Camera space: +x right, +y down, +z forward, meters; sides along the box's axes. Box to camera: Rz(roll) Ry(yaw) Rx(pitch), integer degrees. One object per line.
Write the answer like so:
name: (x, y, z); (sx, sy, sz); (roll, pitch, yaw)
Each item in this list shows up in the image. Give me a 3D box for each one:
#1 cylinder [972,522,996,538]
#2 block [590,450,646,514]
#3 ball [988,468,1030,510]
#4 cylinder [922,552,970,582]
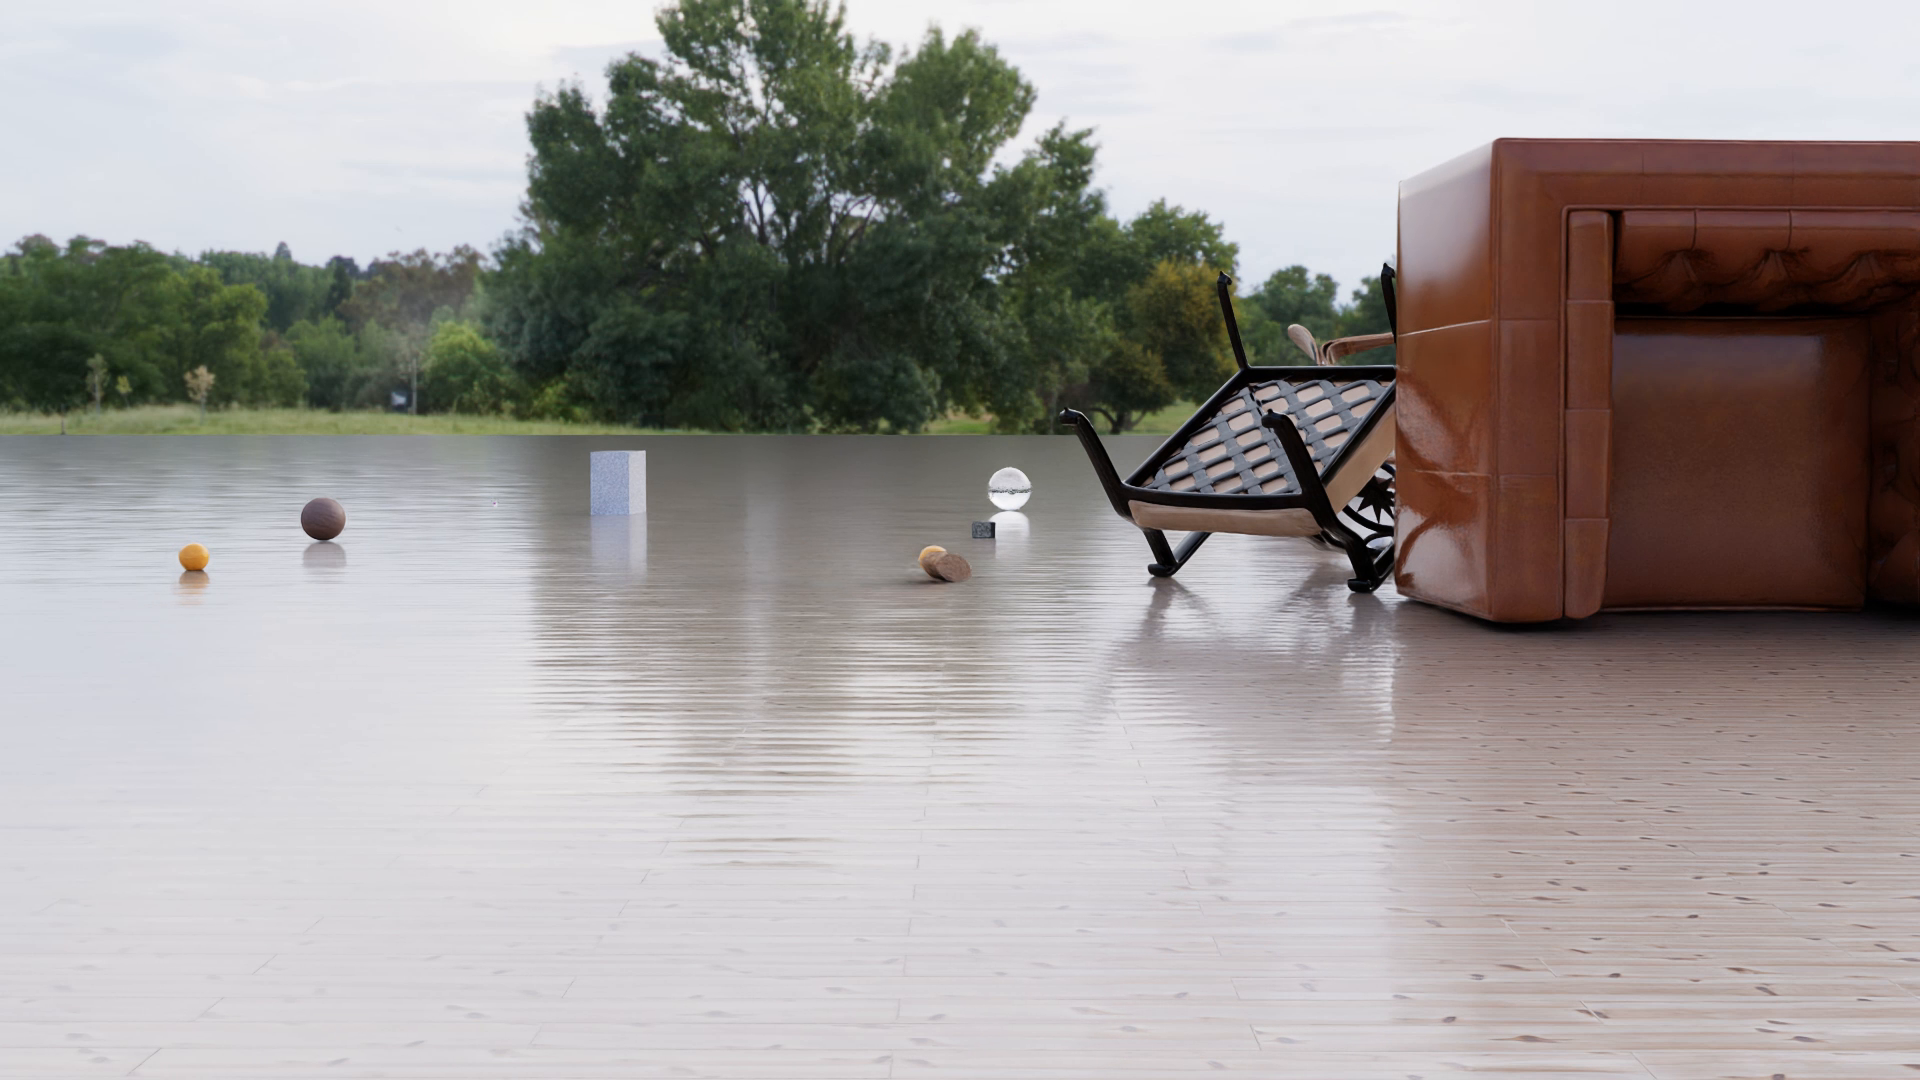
cylinder: (0.071, -0.031, 6.648); (0.079, 0.048, 0.059); (3, 5, 36)
block: (-1.238, -0.210, 7.974); (0.141, 0.223, 0.226); (0, 4, 7)
ball: (0.182, -0.188, 8.129); (0.158, 0.158, 0.158); (0, 4, 0)
cylinder: (-0.033, 0.063, 5.141); (0.087, 0.061, 0.092); (23, -5, -21)
